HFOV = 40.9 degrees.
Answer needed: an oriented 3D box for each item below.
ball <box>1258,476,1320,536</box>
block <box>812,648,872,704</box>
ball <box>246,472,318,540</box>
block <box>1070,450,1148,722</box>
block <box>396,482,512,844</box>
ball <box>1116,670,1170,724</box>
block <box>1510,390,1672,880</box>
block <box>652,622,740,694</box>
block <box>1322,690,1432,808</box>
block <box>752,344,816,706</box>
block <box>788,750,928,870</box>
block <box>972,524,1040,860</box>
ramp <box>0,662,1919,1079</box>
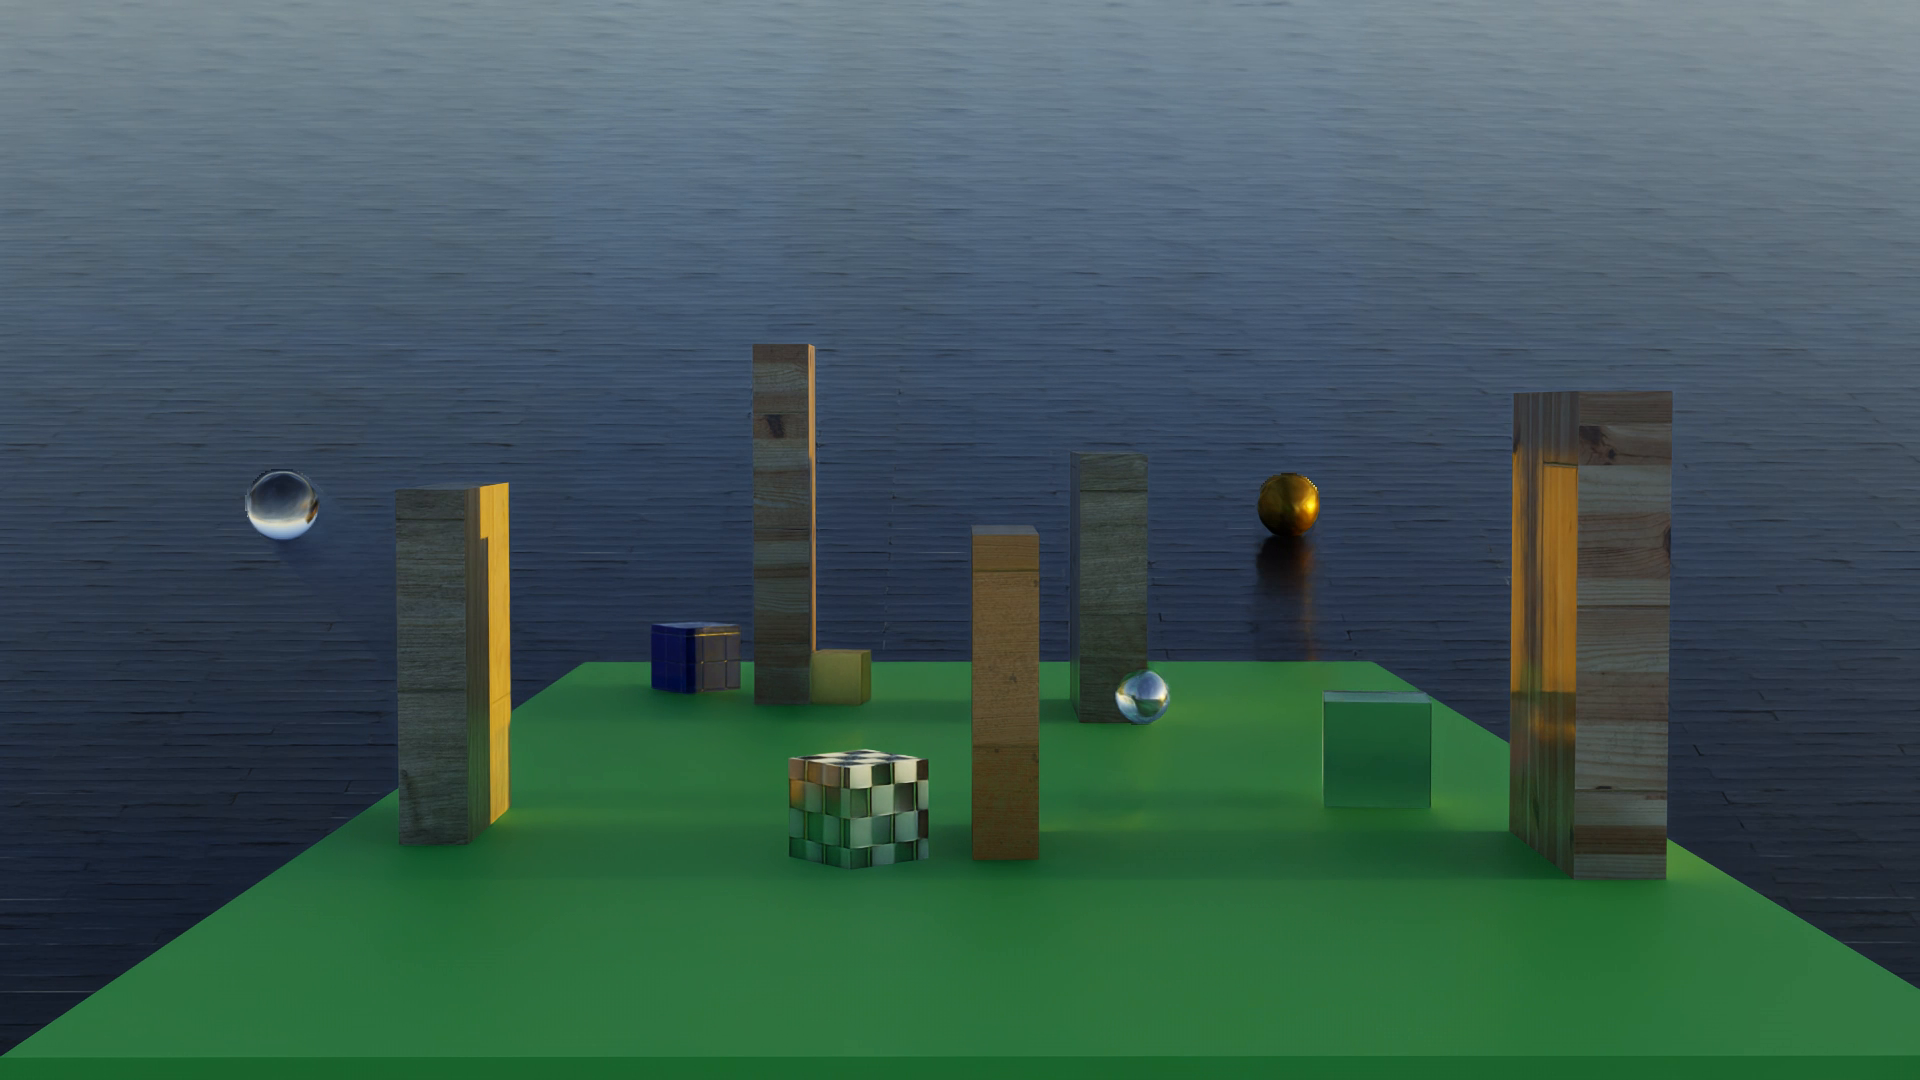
[{"bbox_3d":[0.965,-0.099,7.557,0.180,0.180,0.180,0,22,0],"label":"ball"},{"bbox_3d":[-0.259,0.299,5.638,0.109,0.109,0.109,0,3,9],"label":"block"},{"bbox_3d":[-1.982,-0.100,7.526,0.204,0.204,0.204,0,22,0],"label":"ball"},{"bbox_3d":[0.312,0.088,5.453,0.137,0.547,0.440,0,3,0],"label":"block"},{"bbox_3d":[-0.773,0.178,3.944,0.101,0.521,0.370,0,3,0],"label":"block"},{"bbox_3d":[0.369,0.316,5.189,0.109,0.109,0.109,0,22,0],"label":"ball"},{"bbox_3d":[0.894,0.120,3.674,0.125,0.662,0.407,0,3,0],"label":"block"},{"bbox_3d":[-0.605,0.268,5.891,0.147,0.147,0.147,-2,4,-39],"label":"block"},{"bbox_3d":[0.680,0.340,4.205,0.169,0.169,0.169,0,3,7],"label":"block"},{"bbox_3d":[-0.385,-0.038,5.667,0.120,0.780,0.240,0,3,0],"label":"block"},{"bbox_3d":[-0.145,0.382,3.662,0.142,0.142,0.142,-2,4,-40],"label":"block"},{"bbox_3d":[0.065,0.215,3.791,0.094,0.461,0.313,0,3,0],"label":"block"},{"bbox_3d":[0.051,0.459,4.533,2.000,0.100,4.000,0,3,0],"label":"ramp"}]
